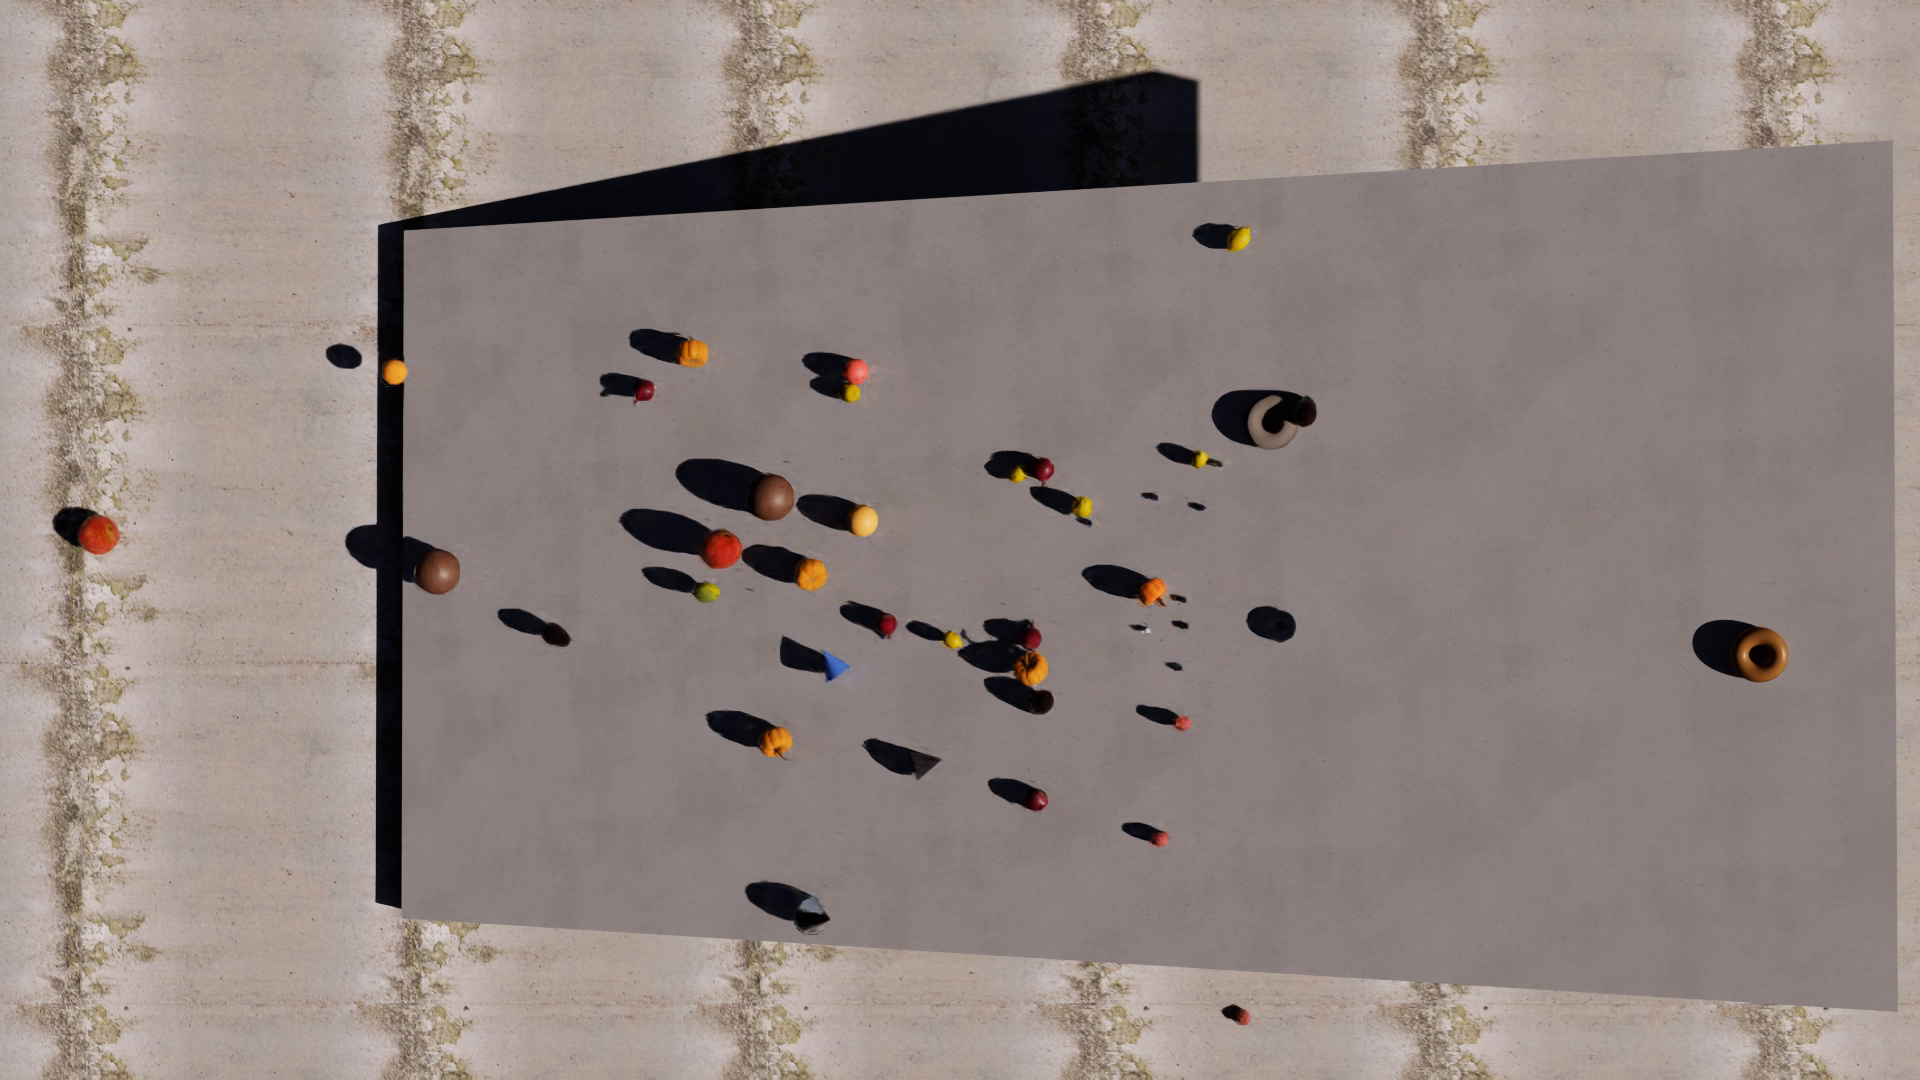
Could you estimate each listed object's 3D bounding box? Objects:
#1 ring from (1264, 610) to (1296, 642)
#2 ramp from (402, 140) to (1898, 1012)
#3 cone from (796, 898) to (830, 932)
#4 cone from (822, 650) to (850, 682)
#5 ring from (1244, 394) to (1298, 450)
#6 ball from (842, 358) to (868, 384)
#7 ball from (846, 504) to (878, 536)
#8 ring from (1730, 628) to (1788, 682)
[{"bbox_3d":[0.803,0.216,5.511,0.080,0.027,0.080,0,89,21],"label":"ring"},{"bbox_3d":[0.280,0.090,5.766,4.000,0.100,2.000,0,89,20],"label":"ramp"},{"bbox_3d":[-0.371,1.006,5.860,0.095,0.095,0.095,0,90,-35],"label":"cone"},{"bbox_3d":[-0.346,0.326,5.876,0.077,0.077,0.077,-34,94,0],"label":"cone"},{"bbox_3d":[0.780,-0.295,5.515,0.139,0.046,0.139,-1,88,21],"label":"ring"},{"bbox_3d":[-0.279,-0.451,5.883,0.070,0.070,0.070,0,89,0],"label":"ball"},{"bbox_3d":[-0.261,-0.051,5.863,0.086,0.086,0.086,0,89,0],"label":"ball"},{"bbox_3d":[1.861,0.267,5.123,0.130,0.043,0.130,0,90,19],"label":"ring"}]
